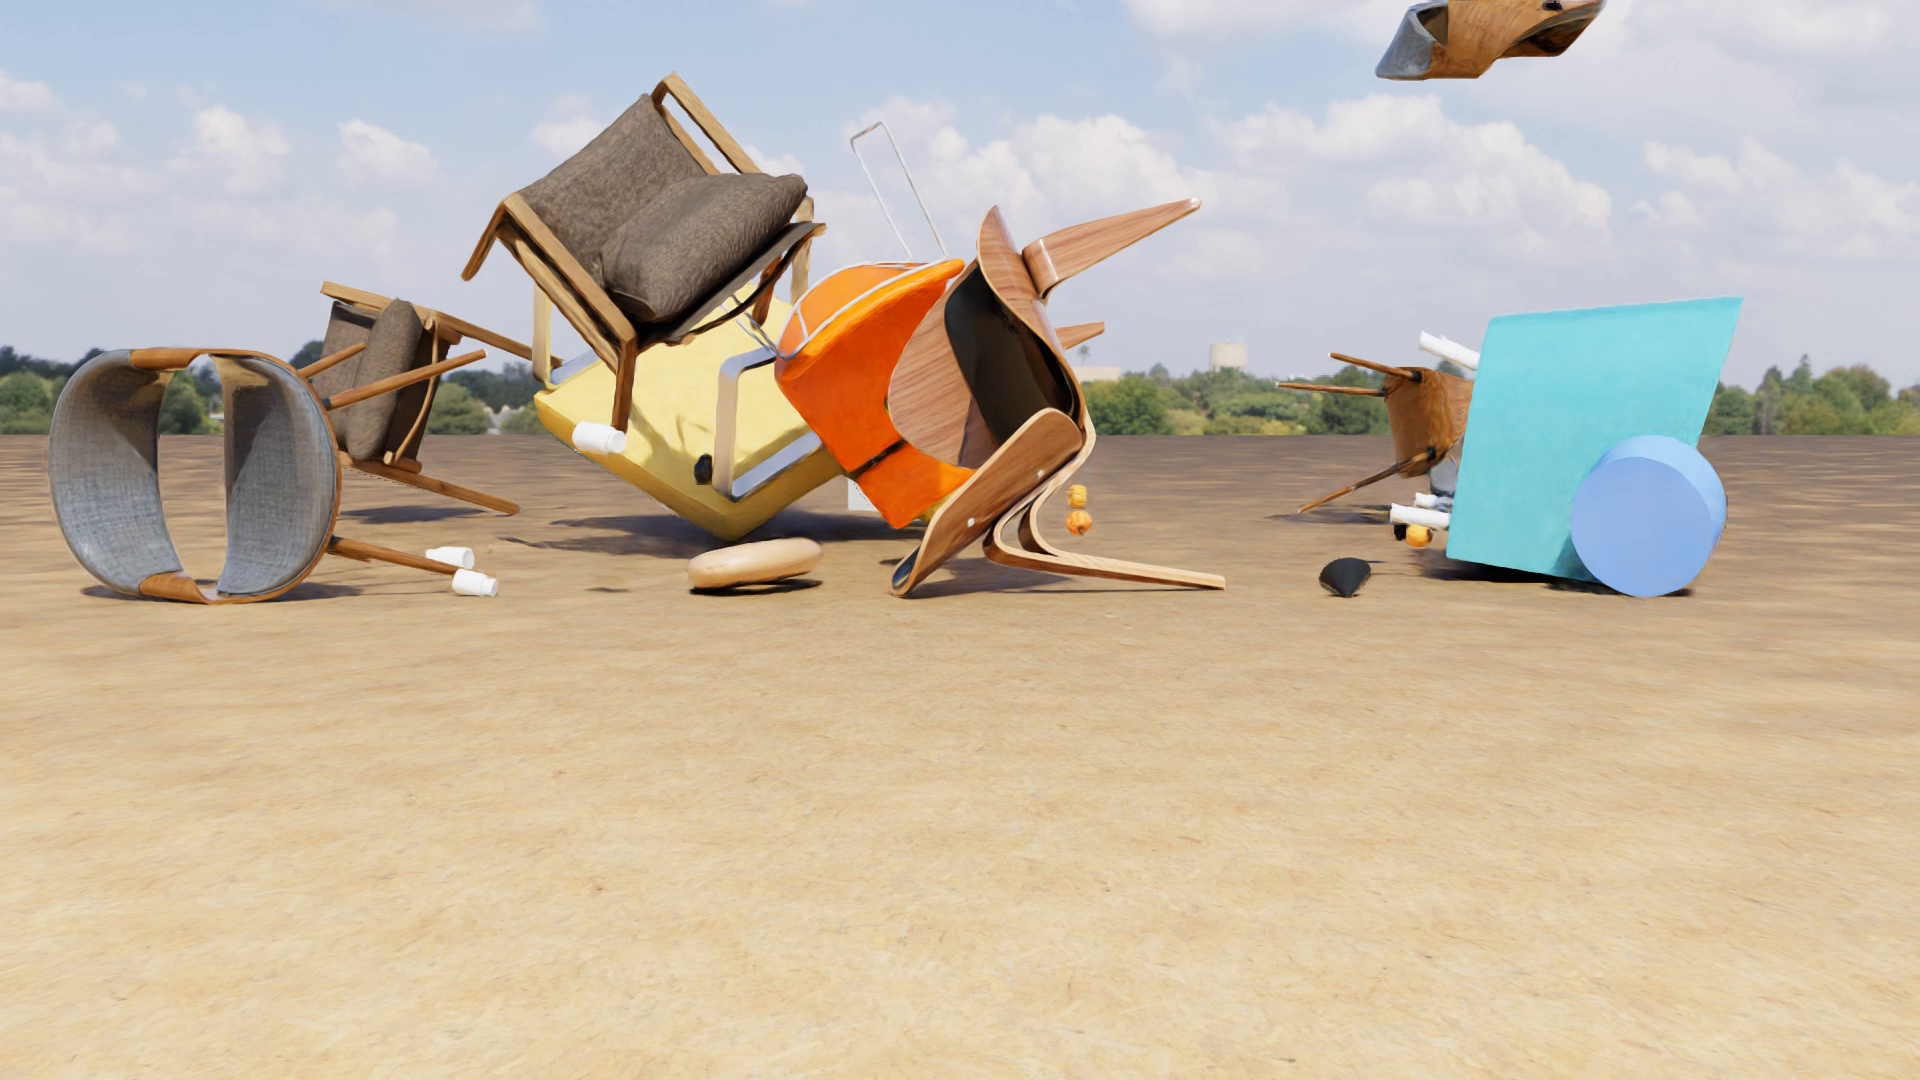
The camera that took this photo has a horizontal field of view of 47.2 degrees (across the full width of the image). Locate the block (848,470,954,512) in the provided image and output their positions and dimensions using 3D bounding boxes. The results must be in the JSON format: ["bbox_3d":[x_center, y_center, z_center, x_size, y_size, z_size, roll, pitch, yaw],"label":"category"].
[{"bbox_3d":[-0.218,-0.183,8.166,0.326,0.144,0.223,3,5,39],"label":"block"}]

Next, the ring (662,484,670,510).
[{"bbox_3d":[-1.091,-0.159,8.164,0.024,0.096,0.071,-3,11,-8],"label":"ring"}]

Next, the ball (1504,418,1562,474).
[{"bbox_3d":[1.911,-0.315,7.339,0.191,0.191,0.191,0,4,0],"label":"ball"}]

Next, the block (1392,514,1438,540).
[{"bbox_3d":[1.346,-0.037,6.501,0.105,0.045,0.066,-17,1,-21],"label":"block"}]

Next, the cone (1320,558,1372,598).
[{"bbox_3d":[0.834,0.102,4.747,0.107,0.067,0.119,33,-52,-25],"label":"cone"}]

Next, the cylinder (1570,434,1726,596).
[{"bbox_3d":[1.493,-0.053,4.774,0.298,0.318,0.157,-3,18,31],"label":"cylinder"}]

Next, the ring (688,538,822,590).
[{"bbox_3d":[-0.457,0.053,4.938,0.270,0.083,0.465,-11,-1,18],"label":"ring"}]
